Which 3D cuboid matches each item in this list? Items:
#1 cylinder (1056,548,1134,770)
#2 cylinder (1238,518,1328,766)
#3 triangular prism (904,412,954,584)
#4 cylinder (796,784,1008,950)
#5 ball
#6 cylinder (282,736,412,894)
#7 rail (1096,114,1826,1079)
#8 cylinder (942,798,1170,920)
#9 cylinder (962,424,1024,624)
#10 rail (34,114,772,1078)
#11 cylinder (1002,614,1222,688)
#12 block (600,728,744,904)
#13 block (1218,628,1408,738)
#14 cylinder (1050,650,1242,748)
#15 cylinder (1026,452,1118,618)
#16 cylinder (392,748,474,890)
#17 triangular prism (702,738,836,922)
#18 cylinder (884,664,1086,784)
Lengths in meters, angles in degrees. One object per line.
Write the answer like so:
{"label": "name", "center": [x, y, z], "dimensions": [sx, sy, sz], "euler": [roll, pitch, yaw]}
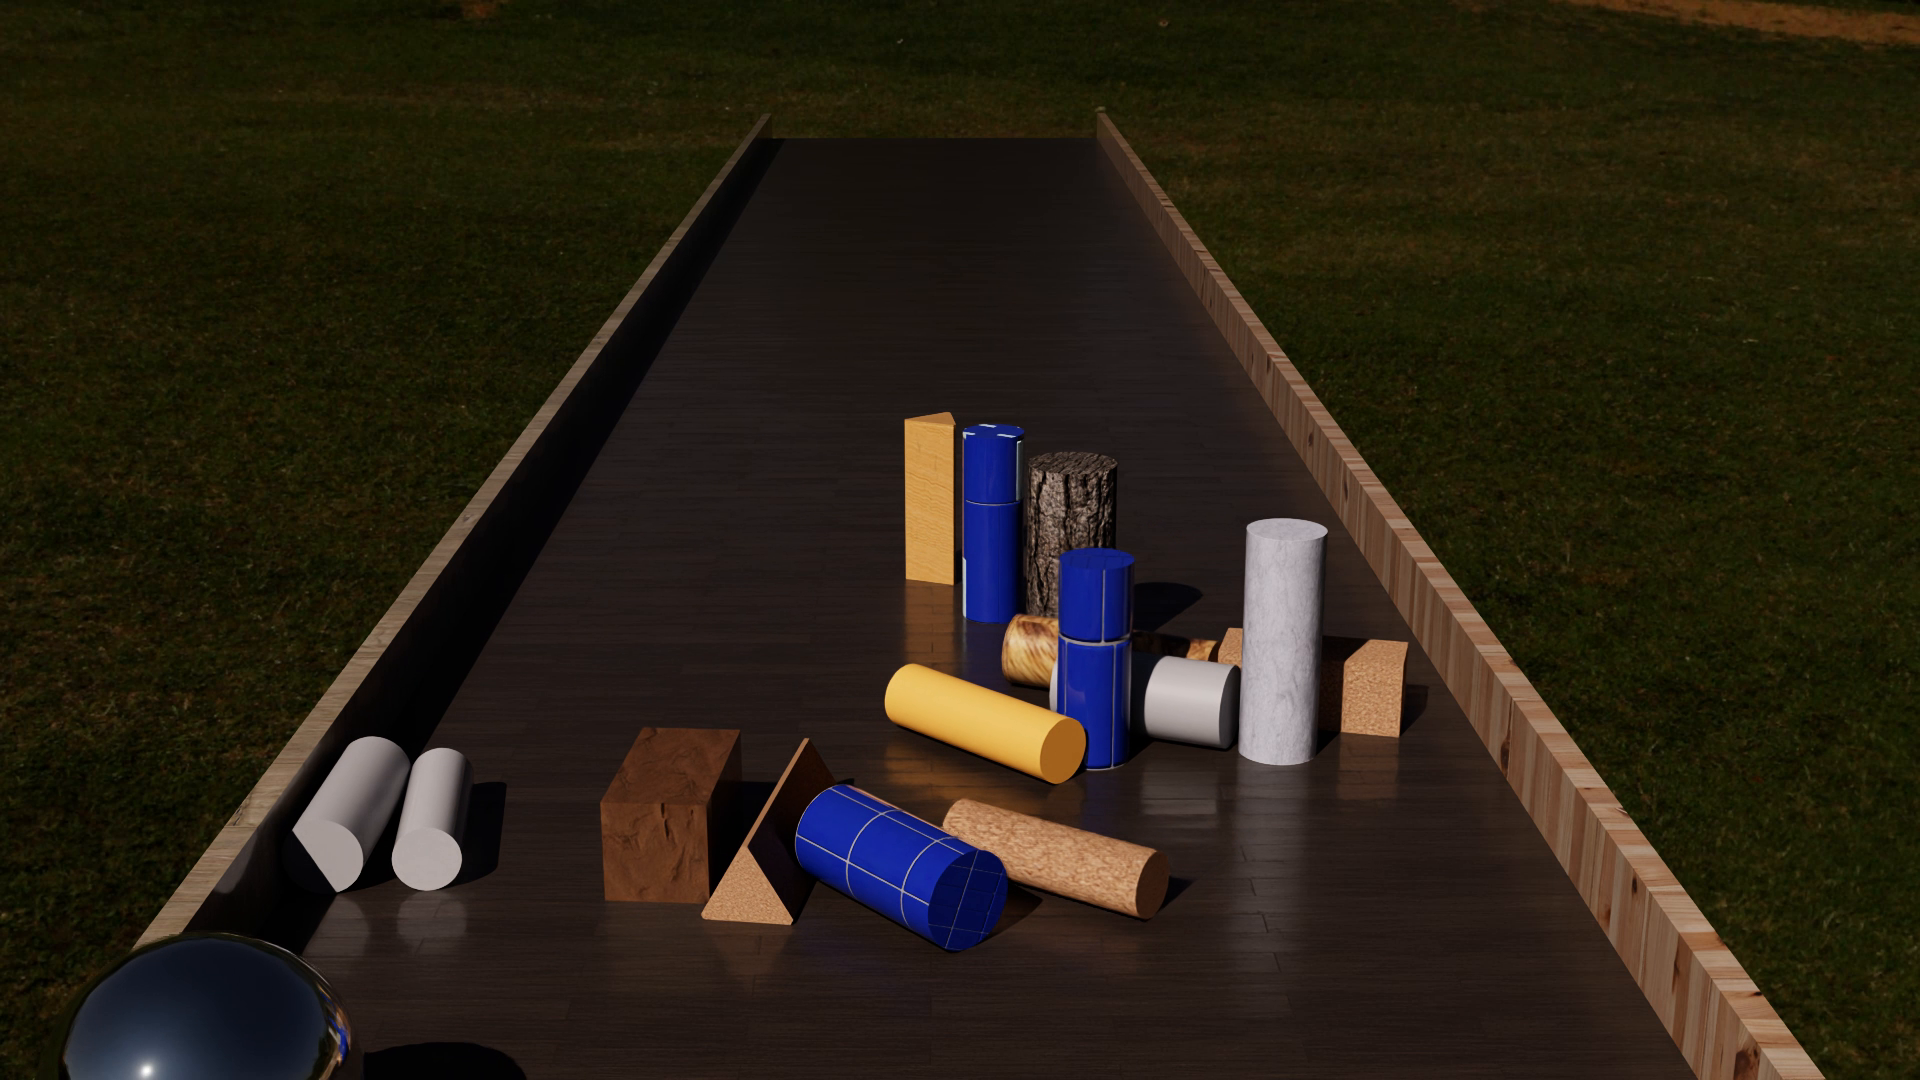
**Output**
{"label": "cylinder", "center": [0.238, 0.209, 3.874], "dimensions": [0.131, 0.370, 0.131], "euler": [0, 17, 0]}
{"label": "cylinder", "center": [0.571, 0.180, 3.897], "dimensions": [0.141, 0.414, 0.141], "euler": [0, 17, 0]}
{"label": "triangular prism", "center": [-0.046, -0.096, 4.909], "dimensions": [0.121, 0.366, 0.105], "euler": [7, 18, 22]}
{"label": "cylinder", "center": [-0.091, 0.489, 3.312], "dimensions": [0.154, 0.154, 0.320], "euler": [-14, 21, -38]}
{"label": "ball", "center": [-0.858, 0.626, 2.495], "dimensions": [0.358, 0.358, 0.358], "euler": [0, 17, 0]}
{"label": "cylinder", "center": [-0.982, 0.437, 3.537], "dimensions": [0.125, 0.125, 0.343], "euler": [0, 17, -1]}
{"label": "rail", "center": [0.932, -0.844, 7.801], "dimensions": [0.050, 0.150, 12.000], "euler": [0, 17, -1]}
{"label": "cylinder", "center": [0.143, 0.490, 3.395], "dimensions": [0.353, 0.105, 0.105], "euler": [11, 20, 32]}
{"label": "cylinder", "center": [0.070, -0.034, 4.636], "dimensions": [0.129, 0.401, 0.129], "euler": [0, 17, 0]}
{"label": "rail", "center": [-1.118, -0.838, 7.780], "dimensions": [0.050, 0.150, 12.000], "euler": [0, 17, -1]}
{"label": "cylinder", "center": [0.292, 0.234, 4.199], "dimensions": [0.404, 0.137, 0.137], "euler": [7, 18, 23]}
{"label": "block", "center": [-0.452, 0.432, 3.490], "dimensions": [0.162, 0.162, 0.311], "euler": [1, 17, 4]}
{"label": "block", "center": [0.657, 0.263, 4.100], "dimensions": [0.336, 0.137, 0.137], "euler": [4, 17, 14]}
{"label": "cylinder", "center": [0.340, 0.282, 4.012], "dimensions": [0.319, 0.152, 0.152], "euler": [7, 18, 22]}
{"label": "cylinder", "center": [0.221, 0.040, 4.387], "dimensions": [0.177, 0.401, 0.177], "euler": [0, 17, 0]}
{"label": "cylinder", "center": [-0.846, 0.445, 3.544], "dimensions": [0.106, 0.106, 0.329], "euler": [-2, 17, -8]}
{"label": "triangular prism", "center": [-0.288, 0.450, 3.488], "dimensions": [0.139, 0.121, 0.436], "euler": [2, 17, 8]}
{"label": "cylinder", "center": [0.041, 0.325, 3.929], "dimensions": [0.118, 0.118, 0.389], "euler": [-16, 23, -42]}
